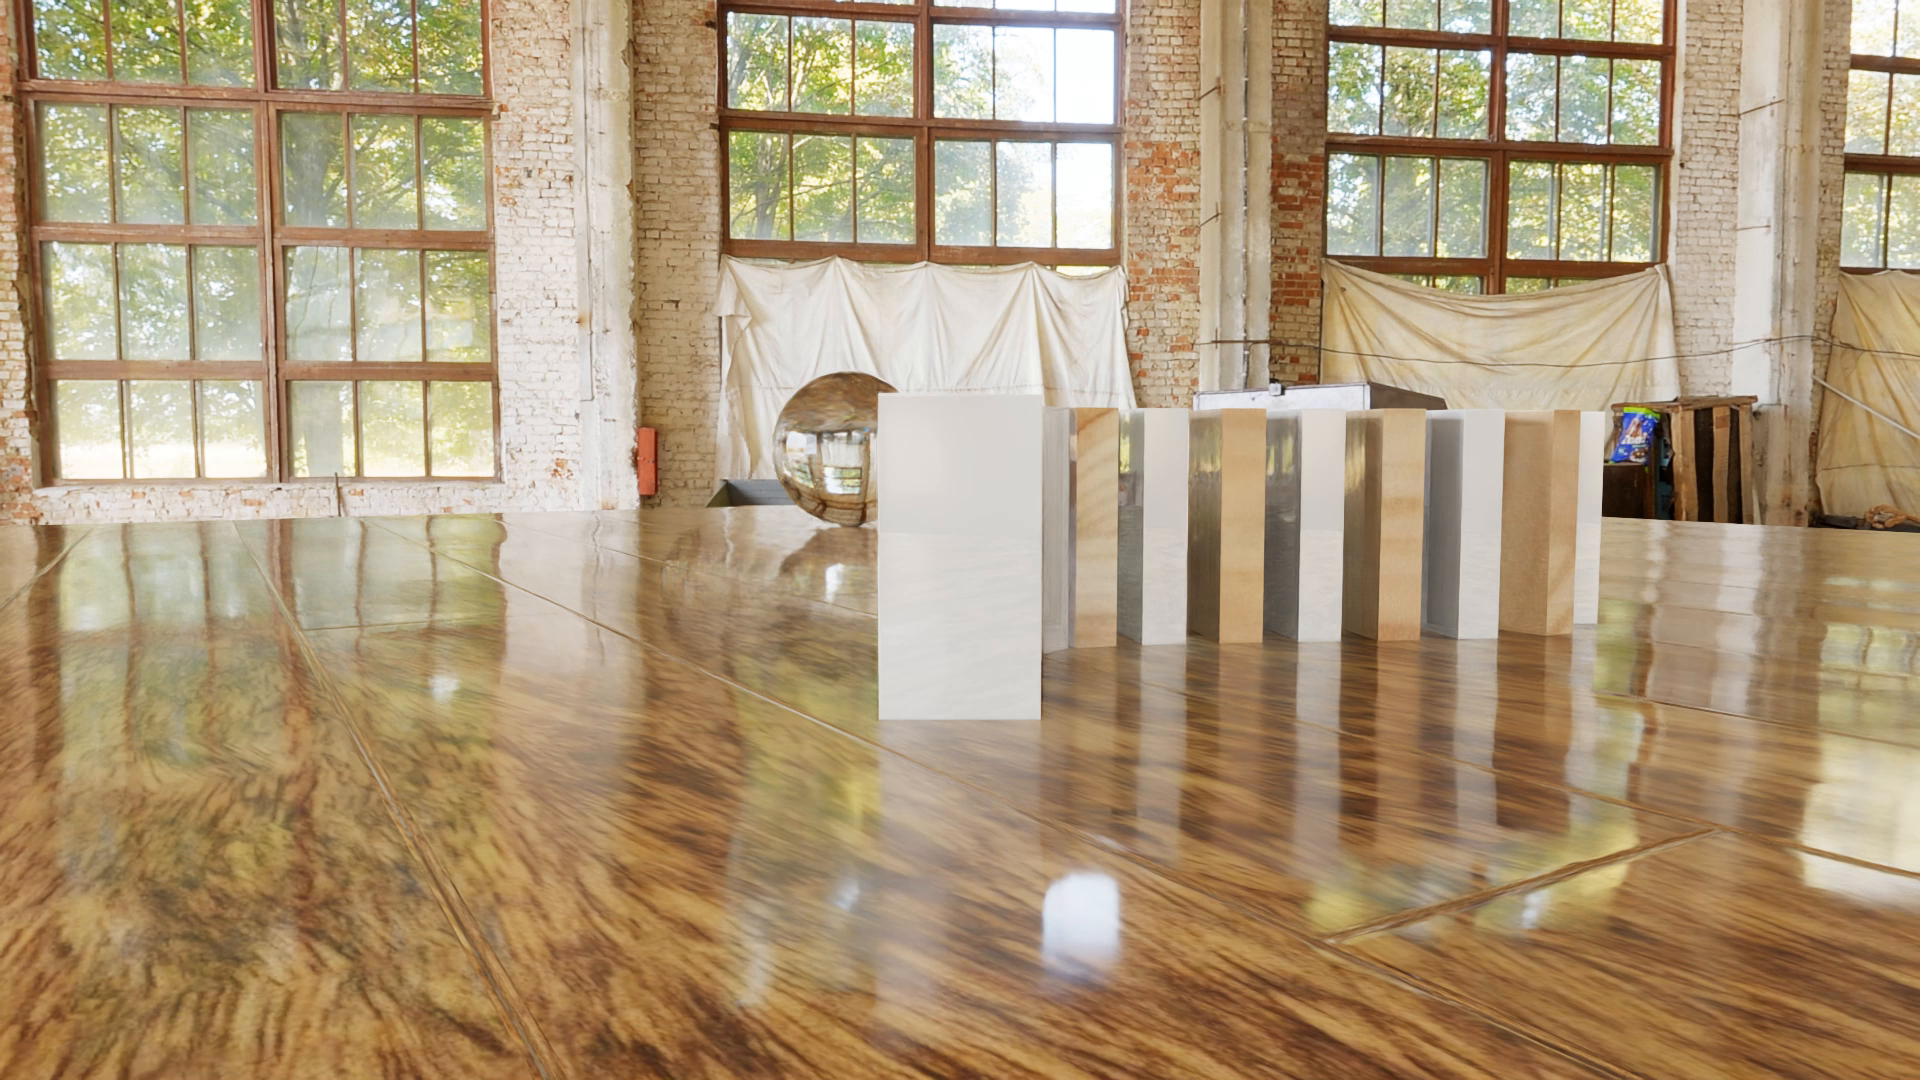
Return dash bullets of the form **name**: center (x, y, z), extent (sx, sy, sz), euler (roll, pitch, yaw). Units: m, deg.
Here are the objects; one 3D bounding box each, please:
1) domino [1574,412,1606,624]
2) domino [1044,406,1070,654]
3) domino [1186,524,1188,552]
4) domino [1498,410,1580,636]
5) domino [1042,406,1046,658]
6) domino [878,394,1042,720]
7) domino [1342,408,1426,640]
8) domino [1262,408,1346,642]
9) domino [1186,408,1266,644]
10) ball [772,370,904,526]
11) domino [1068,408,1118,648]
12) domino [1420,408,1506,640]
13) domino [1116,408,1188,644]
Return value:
- **domino**: center (0.140, -0.006, 0.309), extent (0.025, 0.050, 0.009), euler (1, 4, 15)
- **domino**: center (0.010, -0.003, 0.269), extent (0.025, 0.050, 0.009), euler (3, 5, 39)
- **domino**: center (0.097, -0.021, 0.519), extent (0.025, 0.050, 0.010), euler (-4, 6, -42)
- **domino**: center (0.128, -0.005, 0.296), extent (0.009, 0.050, 0.025), euler (-3, 5, -30)
- **domino**: center (0.004, -0.001, 0.253), extent (0.025, 0.050, 0.009), euler (1, 4, 9)
- **domino**: center (0.000, 0.002, 0.201), extent (0.025, 0.050, 0.010), euler (0, 4, 0)
- **domino**: center (0.094, -0.004, 0.289), extent (0.010, 0.050, 0.025), euler (0, 4, -7)
- **domino**: center (0.076, -0.004, 0.287), extent (0.010, 0.050, 0.025), euler (0, 4, -6)
- **domino**: center (0.059, -0.004, 0.285), extent (0.009, 0.050, 0.025), euler (0, 4, -6)
- **ball**: center (-0.057, -0.047, 0.665), extent (0.080, 0.080, 0.080), euler (0, 4, 0)
- **domino**: center (0.024, -0.003, 0.279), extent (0.010, 0.050, 0.025), euler (-2, 5, -20)
- **domino**: center (0.111, -0.004, 0.291), extent (0.010, 0.050, 0.025), euler (-1, 4, -10)
- **domino**: center (0.041, -0.004, 0.283), extent (0.010, 0.050, 0.025), euler (-1, 4, -9)
